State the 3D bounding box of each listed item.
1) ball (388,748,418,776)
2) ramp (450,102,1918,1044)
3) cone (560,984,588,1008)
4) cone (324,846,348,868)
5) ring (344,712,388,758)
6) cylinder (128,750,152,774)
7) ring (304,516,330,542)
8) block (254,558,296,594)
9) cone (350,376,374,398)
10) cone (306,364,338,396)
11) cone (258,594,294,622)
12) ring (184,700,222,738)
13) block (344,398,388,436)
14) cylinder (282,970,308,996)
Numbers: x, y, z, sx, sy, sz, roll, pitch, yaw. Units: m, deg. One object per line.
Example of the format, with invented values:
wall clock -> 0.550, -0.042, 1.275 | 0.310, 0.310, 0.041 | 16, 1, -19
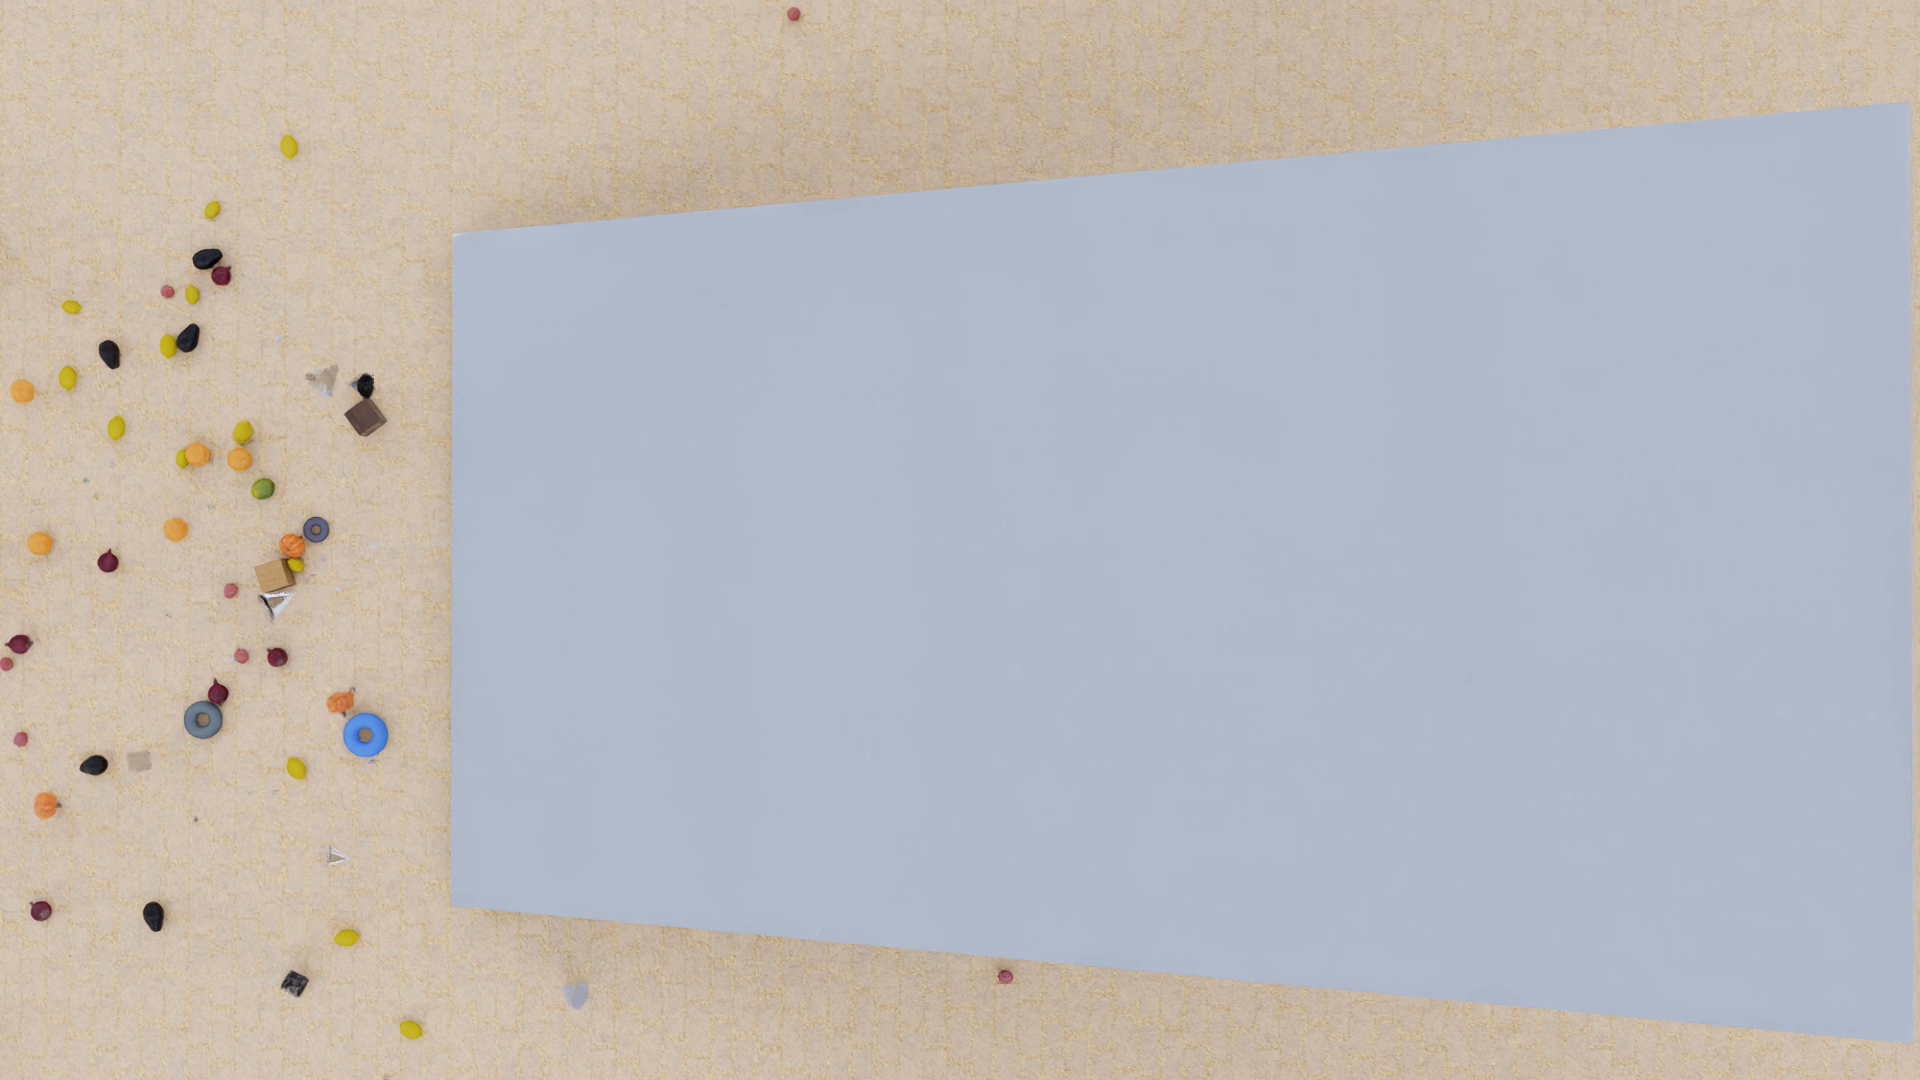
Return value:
ball -> -1.674, 0.668, 6.619 | 0.088, 0.088, 0.088 | 0, 89, 0
ramp -> 0.276, 0.077, 5.651 | 4.000, 0.100, 2.000 | 0, 89, 28
cone -> -1.170, 1.356, 6.604 | 0.078, 0.078, 0.078 | 18, 89, 27
cone -> -1.869, 0.953, 6.610 | 0.067, 0.067, 0.067 | 7, 89, -32
ring -> -1.786, 0.586, 6.607 | 0.134, 0.045, 0.134 | 0, 91, 0
cylinder -> -2.461, 0.665, 6.598 | 0.060, 0.060, 0.060 | -11, 89, 0
ring -> -1.939, -0.031, 6.623 | 0.078, 0.026, 0.078 | 0, 91, -1
block -> -2.052, 0.107, 6.593 | 0.082, 0.082, 0.082 | -18, 89, 0
cone -> -1.817, -0.465, 6.624 | 0.071, 0.071, 0.071 | 12, 89, 35
cone -> -1.900, -0.499, 6.619 | 0.097, 0.097, 0.097 | 37, 63, 0
cone -> -2.045, 0.184, 6.612 | 0.095, 0.095, 0.095 | -30, 89, -27
ring -> -2.275, 0.541, 6.611 | 0.115, 0.038, 0.115 | 0, 89, -1
block -> -1.783, -0.367, 6.599 | 0.080, 0.080, 0.080 | -36, 90, 0
cylinder -> -1.993, 1.328, 6.593 | 0.057, 0.057, 0.057 | 29, 89, 0
